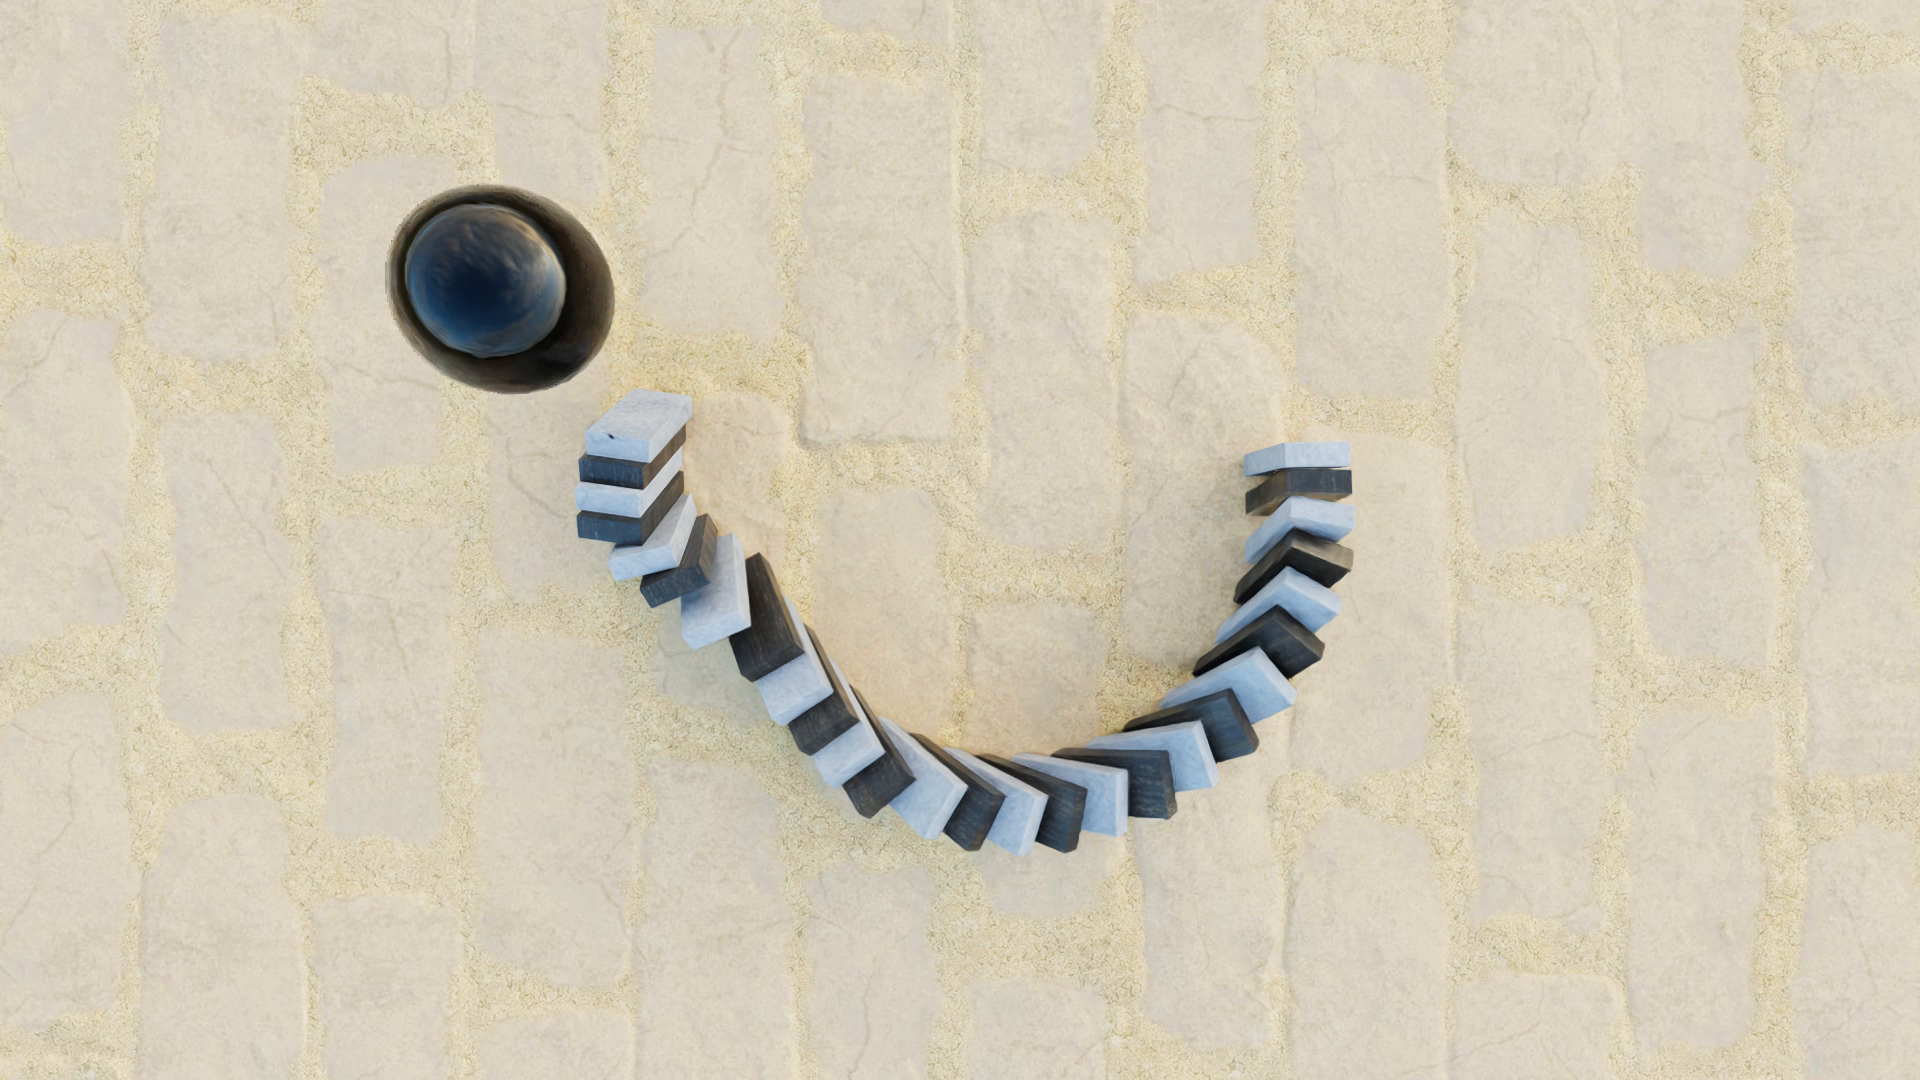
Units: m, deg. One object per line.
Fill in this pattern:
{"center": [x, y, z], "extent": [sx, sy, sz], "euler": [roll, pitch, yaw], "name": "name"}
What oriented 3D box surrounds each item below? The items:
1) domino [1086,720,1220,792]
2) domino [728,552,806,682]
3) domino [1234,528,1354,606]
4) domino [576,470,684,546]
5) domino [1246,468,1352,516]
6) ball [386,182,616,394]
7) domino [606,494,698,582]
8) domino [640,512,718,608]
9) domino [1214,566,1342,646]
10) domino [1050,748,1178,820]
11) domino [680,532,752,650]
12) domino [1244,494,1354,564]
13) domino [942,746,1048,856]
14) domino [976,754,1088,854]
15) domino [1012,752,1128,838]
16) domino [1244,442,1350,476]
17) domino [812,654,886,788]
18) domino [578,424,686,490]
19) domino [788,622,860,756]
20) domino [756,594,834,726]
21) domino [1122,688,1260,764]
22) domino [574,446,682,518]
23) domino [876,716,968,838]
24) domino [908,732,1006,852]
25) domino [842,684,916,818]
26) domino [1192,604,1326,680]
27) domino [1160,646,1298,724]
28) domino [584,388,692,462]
{"center": [0.080, 0.092, 0.382], "extent": [0.050, 0.010, 0.025], "euler": [-19, 90, 34], "name": "domino"}
{"center": [-0.085, 0.032, 0.382], "extent": [0.025, 0.009, 0.050], "euler": [-29, 56, 0], "name": "domino"}
{"center": [0.136, 0.015, 0.376], "extent": [0.025, 0.050, 0.009], "euler": [22, 58, 0], "name": "domino"}
{"center": [-0.134, -0.015, 0.376], "extent": [0.025, 0.050, 0.009], "euler": [8, 119, 0], "name": "domino"}
{"center": [0.137, -0.019, 0.375], "extent": [0.025, 0.050, 0.010], "euler": [2, 81, 0], "name": "domino"}
{"center": [-0.178, -0.098, 0.360], "extent": [0.080, 0.080, 0.080], "euler": [0, 90, 0], "name": "ball"}
{"center": [-0.125, -0.002, 0.376], "extent": [0.025, 0.050, 0.010], "euler": [-13, 117, 0], "name": "domino"}
{"center": [-0.114, 0.007, 0.376], "extent": [0.025, 0.050, 0.010], "euler": [-23, 117, 0], "name": "domino"}
{"center": [0.130, 0.034, 0.378], "extent": [0.025, 0.050, 0.010], "euler": [31, 49, 0], "name": "domino"}
{"center": [0.063, 0.101, 0.381], "extent": [0.050, 0.010, 0.025], "euler": [-8, 92, 36], "name": "domino"}
{"center": [-0.101, 0.020, 0.378], "extent": [0.025, 0.050, 0.010], "euler": [-23, 132, 2], "name": "domino"}
{"center": [0.138, -0.002, 0.375], "extent": [0.025, 0.050, 0.010], "euler": [10, 68, 0], "name": "domino"}
{"center": [0.010, 0.108, 0.381], "extent": [0.050, 0.010, 0.025], "euler": [19, 93, 37], "name": "domino"}
{"center": [0.027, 0.108, 0.381], "extent": [0.050, 0.009, 0.025], "euler": [11, 91, 37], "name": "domino"}
{"center": [0.045, 0.105, 0.381], "extent": [0.050, 0.010, 0.025], "euler": [0, 90, 37], "name": "domino"}
{"center": [0.137, -0.033, 0.375], "extent": [0.025, 0.050, 0.010], "euler": [-1, 90, 0], "name": "domino"}
{"center": [-0.054, 0.075, 0.382], "extent": [0.025, 0.010, 0.050], "euler": [-36, 56, 1], "name": "domino"}
{"center": [-0.133, -0.037, 0.376], "extent": [0.025, 0.050, 0.010], "euler": [8, 119, 0], "name": "domino"}
{"center": [-0.064, 0.062, 0.382], "extent": [0.025, 0.010, 0.050], "euler": [-36, 55, 2], "name": "domino"}
{"center": [-0.074, 0.049, 0.381], "extent": [0.025, 0.010, 0.050], "euler": [-34, 55, 3], "name": "domino"}
{"center": [0.095, 0.082, 0.382], "extent": [0.050, 0.009, 0.025], "euler": [-28, 90, 35], "name": "domino"}
{"center": [-0.135, -0.026, 0.376], "extent": [0.025, 0.050, 0.009], "euler": [8, 119, 0], "name": "domino"}
{"center": [-0.022, 0.098, 0.381], "extent": [0.050, 0.009, 0.025], "euler": [33, 94, 36], "name": "domino"}
{"center": [-0.007, 0.104, 0.381], "extent": [0.050, 0.010, 0.025], "euler": [28, 92, 36], "name": "domino"}
{"center": [-0.042, 0.087, 0.382], "extent": [0.025, 0.010, 0.050], "euler": [-40, 56, 0], "name": "domino"}
{"center": [0.122, 0.050, 0.379], "extent": [0.025, 0.010, 0.050], "euler": [40, 135, 0], "name": "domino"}
{"center": [0.111, 0.066, 0.381], "extent": [0.025, 0.010, 0.050], "euler": [50, 129, 0], "name": "domino"}
{"center": [-0.131, -0.048, 0.376], "extent": [0.025, 0.050, 0.010], "euler": [8, 119, 0], "name": "domino"}
